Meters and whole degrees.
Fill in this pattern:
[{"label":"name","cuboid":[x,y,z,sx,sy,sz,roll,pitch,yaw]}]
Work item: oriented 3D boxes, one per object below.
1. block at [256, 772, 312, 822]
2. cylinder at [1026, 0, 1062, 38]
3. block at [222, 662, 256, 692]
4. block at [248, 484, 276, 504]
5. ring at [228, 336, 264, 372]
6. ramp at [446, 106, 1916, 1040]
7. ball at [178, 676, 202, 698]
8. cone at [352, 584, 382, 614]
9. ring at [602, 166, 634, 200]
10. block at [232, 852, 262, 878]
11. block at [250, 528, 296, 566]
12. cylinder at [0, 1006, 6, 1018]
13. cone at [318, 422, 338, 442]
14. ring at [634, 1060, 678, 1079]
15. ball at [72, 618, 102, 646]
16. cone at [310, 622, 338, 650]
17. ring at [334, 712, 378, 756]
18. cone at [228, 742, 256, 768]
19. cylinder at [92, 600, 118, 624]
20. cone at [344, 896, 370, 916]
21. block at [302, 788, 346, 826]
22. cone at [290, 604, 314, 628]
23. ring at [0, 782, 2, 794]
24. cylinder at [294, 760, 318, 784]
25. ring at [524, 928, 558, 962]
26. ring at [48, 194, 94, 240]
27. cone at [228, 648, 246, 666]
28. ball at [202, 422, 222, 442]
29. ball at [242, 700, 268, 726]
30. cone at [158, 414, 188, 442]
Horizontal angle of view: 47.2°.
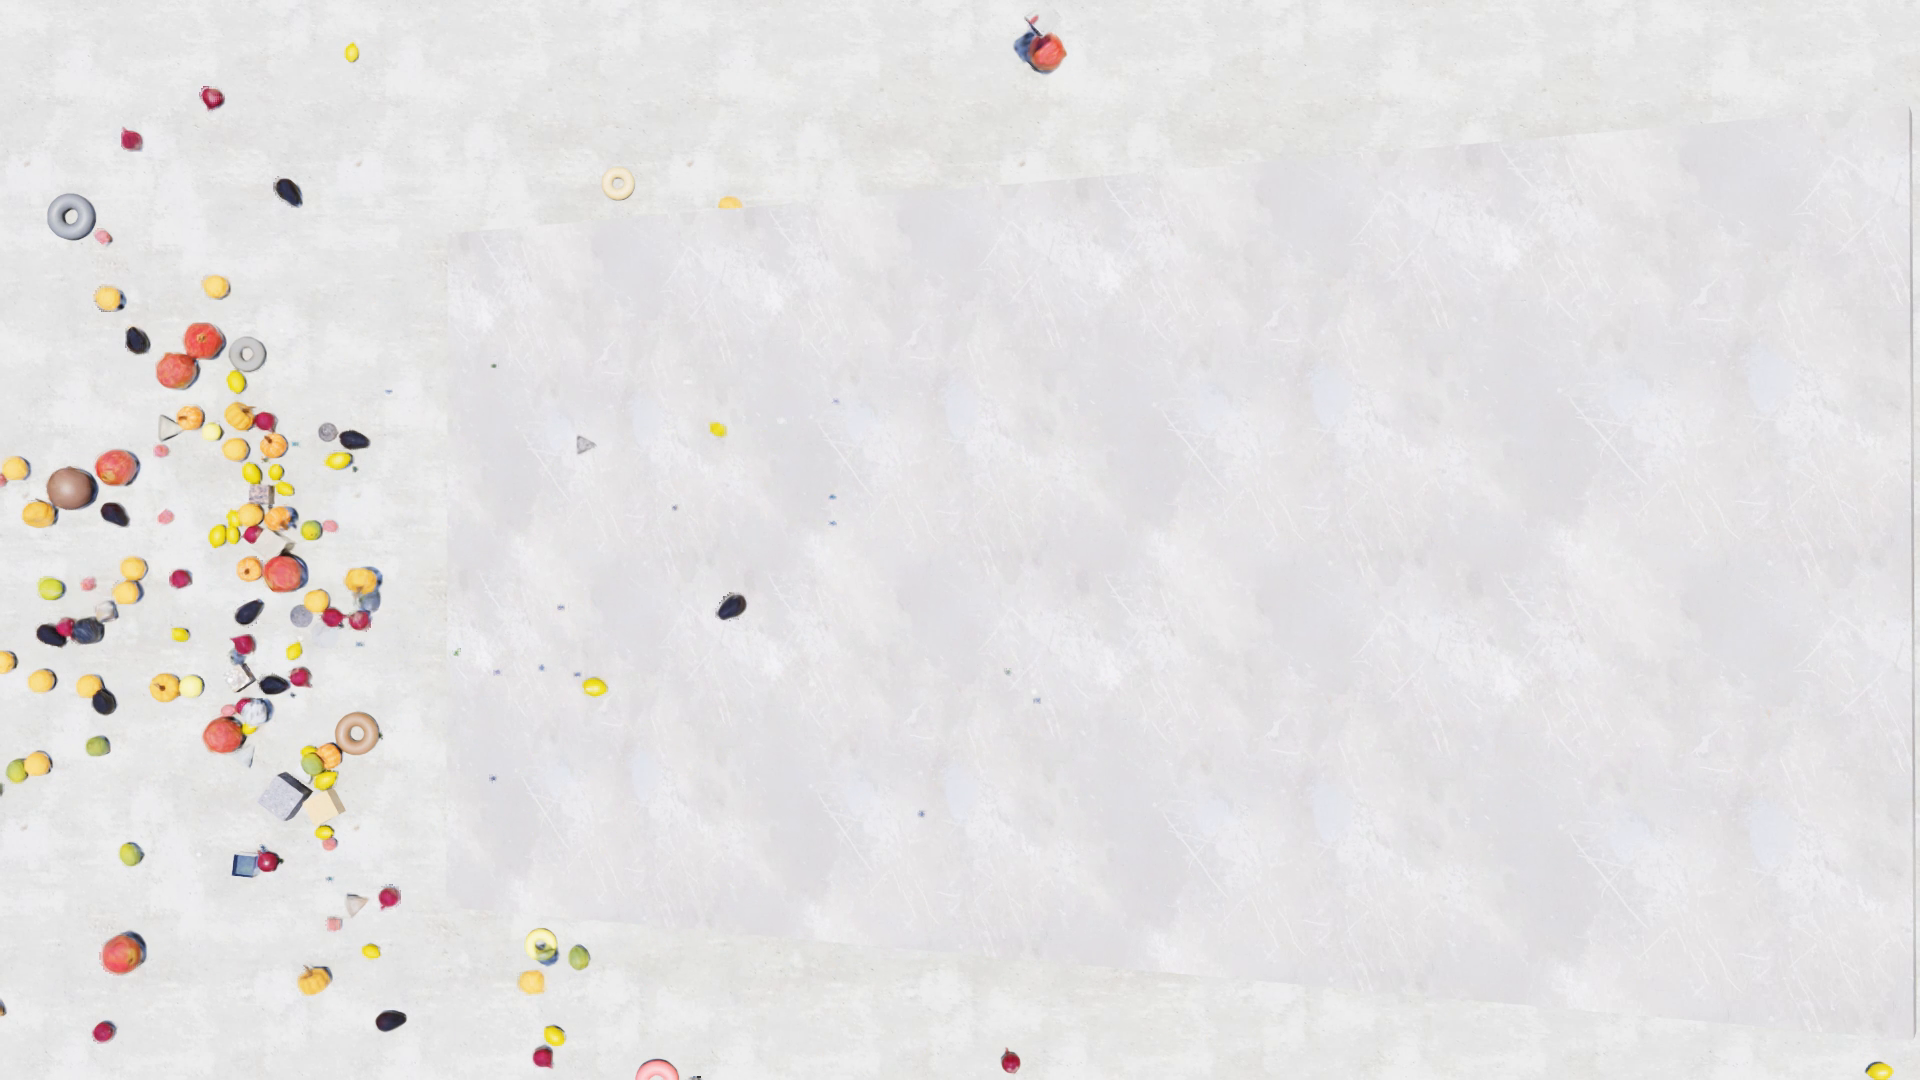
[{"label":"block","cuboid":[-2.014,0.766,6.562,0.100,0.100,0.100,36,90,0]},{"label":"cylinder","cuboid":[0.238,-1.485,6.263,0.076,0.076,0.076,-39,89,19]},{"label":"block","cuboid":[-2.157,0.413,6.585,0.063,0.063,0.063,-34,89,0]},{"label":"block","cuboid":[-2.092,-0.137,6.593,0.058,0.058,0.058,3,89,0]},{"label":"ring","cuboid":[-2.143,-0.559,6.609,0.107,0.036,0.107,0,90,-2]},{"label":"ramp","cuboid":[0.278,0.079,5.662,4.000,0.100,2.000,0,89,27]},{"label":"ball","cuboid":[-2.302,0.440,6.582,0.067,0.067,0.067,0,89,0]},{"label":"cone","cuboid":[-1.786,0.180,6.573,0.089,0.089,0.089,0,90,1]},{"label":"ring","cuboid":[-1.029,-1.073,6.615,0.101,0.034,0.101,0,89,1]},{"label":"block","cuboid":[-2.133,0.971,6.578,0.064,0.064,0.064,6,89,0]},{"label":"block","cuboid":[-2.054,0.019,6.578,0.081,0.081,0.081,35,89,3]},{"label":"cylinder","cuboid":[-2.903,1.405,6.570,0.070,0.070,0.070,-28,89,0]},{"label":"cone","cuboid":[-1.904,-0.325,6.594,0.059,0.059,0.059,0,89,0]},{"label":"ring","cuboid":[-0.907,1.624,6.581,0.135,0.045,0.135,0,90,-1]},{"label":"ball","cuboid":[-2.611,0.273,6.576,0.084,0.084,0.084,0,89,0]},{"label":"cone","cuboid":[-1.911,0.286,6.575,0.085,0.085,0.085,0,89,0]},{"label":"ring","cuboid":[-1.809,0.581,6.593,0.131,0.044,0.131,0,88,1]},{"label":"cone","cuboid":[-2.139,0.634,6.597,0.075,0.075,0.075,36,63,0]},{"label":"cylinder","cuboid":[-2.560,0.216,6.587,0.053,0.053,0.053,-25,100,0]},{"label":"cone","cuboid":[-1.800,1.086,6.593,0.072,0.072,0.072,-19,89,-27]},{"label":"block","cuboid":[-1.899,0.798,6.572,0.080,0.080,0.080,-28,89,0]},{"label":"cone","cuboid":[-1.982,0.229,6.582,0.071,0.071,0.071,0,89,0]},{"label":"ring","cuboid":[-2.910,0.746,6.597,0.075,0.025,0.075,0,86,5]},{"label":"cylinder","cuboid":[-1.959,0.696,6.586,0.053,0.053,0.053,36,90,0]},{"label":"ring","cuboid":[-1.257,1.214,6.592,0.098,0.033,0.098,0,90,-1]},{"label":"ring","cuboid":[-2.673,-0.972,6.608,0.141,0.047,0.141,0,88,1]},{"label":"cone","cuboid":[-2.176,0.351,6.588,0.058,0.058,0.058,0,89,0]},{"label":"ball","cuboid":[-2.243,-0.324,6.596,0.055,0.055,0.055,0,89,0]},{"label":"ball","cuboid":[-2.094,0.515,6.530,0.076,0.076,0.076,0,89,0]},{"label":"cone","cuboid":[-2.361,-0.335,6.606,0.082,0.082,0.082,1,89,-27]}]
